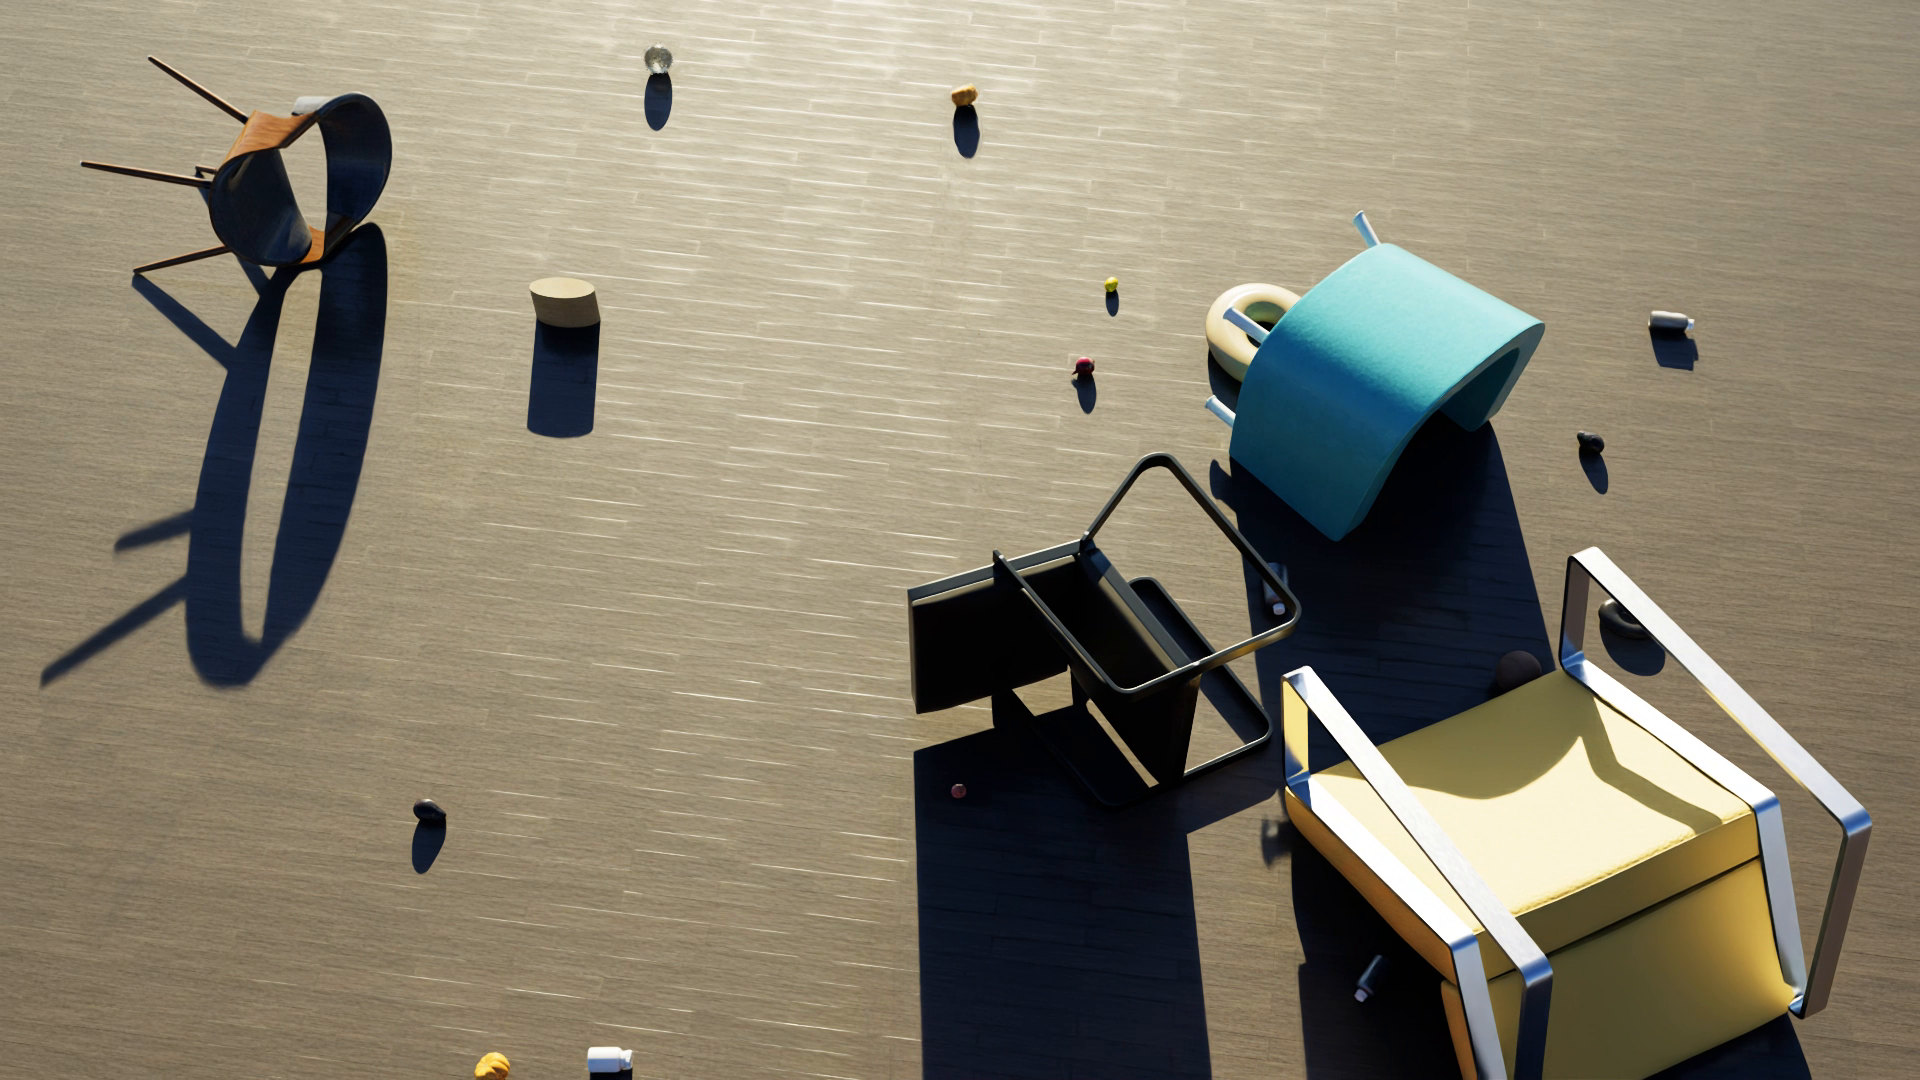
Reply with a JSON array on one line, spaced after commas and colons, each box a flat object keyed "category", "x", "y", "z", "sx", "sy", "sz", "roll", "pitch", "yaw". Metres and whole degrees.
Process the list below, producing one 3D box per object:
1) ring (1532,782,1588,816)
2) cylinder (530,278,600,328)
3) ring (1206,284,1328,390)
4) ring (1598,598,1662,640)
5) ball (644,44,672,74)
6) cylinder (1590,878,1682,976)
[{"category": "ring", "x": 1.658, "y": 0.715, "z": 6.080, "sx": 0.156, "sy": 0.024, "sz": 0.088, "roll": 20, "pitch": 57, "yaw": 13}, {"category": "cylinder", "x": -1.255, "y": -0.754, "z": 6.991, "sx": 0.208, "sy": 0.147, "sz": 0.083, "roll": 3, "pitch": 56, "yaw": 2}, {"category": "ring", "x": 0.969, "y": -0.643, "z": 6.950, "sx": 0.374, "sy": 0.092, "sz": 0.429, "roll": -22, "pitch": 59, "yaw": -13}, {"category": "ring", "x": 1.947, "y": 0.229, "z": 6.394, "sx": 0.184, "sy": 0.044, "sz": 0.132, "roll": 19, "pitch": 57, "yaw": 13}, {"category": "ball", "x": -1.048, "y": -1.671, "z": 7.637, "sx": 0.098, "sy": 0.098, "sz": 0.098, "roll": 0, "pitch": 56, "yaw": 0}, {"category": "cylinder", "x": 1.783, "y": 1.019, "z": 5.797, "sx": 0.185, "sy": 0.152, "sz": 0.180, "roll": 36, "pitch": 62, "yaw": 4}]
